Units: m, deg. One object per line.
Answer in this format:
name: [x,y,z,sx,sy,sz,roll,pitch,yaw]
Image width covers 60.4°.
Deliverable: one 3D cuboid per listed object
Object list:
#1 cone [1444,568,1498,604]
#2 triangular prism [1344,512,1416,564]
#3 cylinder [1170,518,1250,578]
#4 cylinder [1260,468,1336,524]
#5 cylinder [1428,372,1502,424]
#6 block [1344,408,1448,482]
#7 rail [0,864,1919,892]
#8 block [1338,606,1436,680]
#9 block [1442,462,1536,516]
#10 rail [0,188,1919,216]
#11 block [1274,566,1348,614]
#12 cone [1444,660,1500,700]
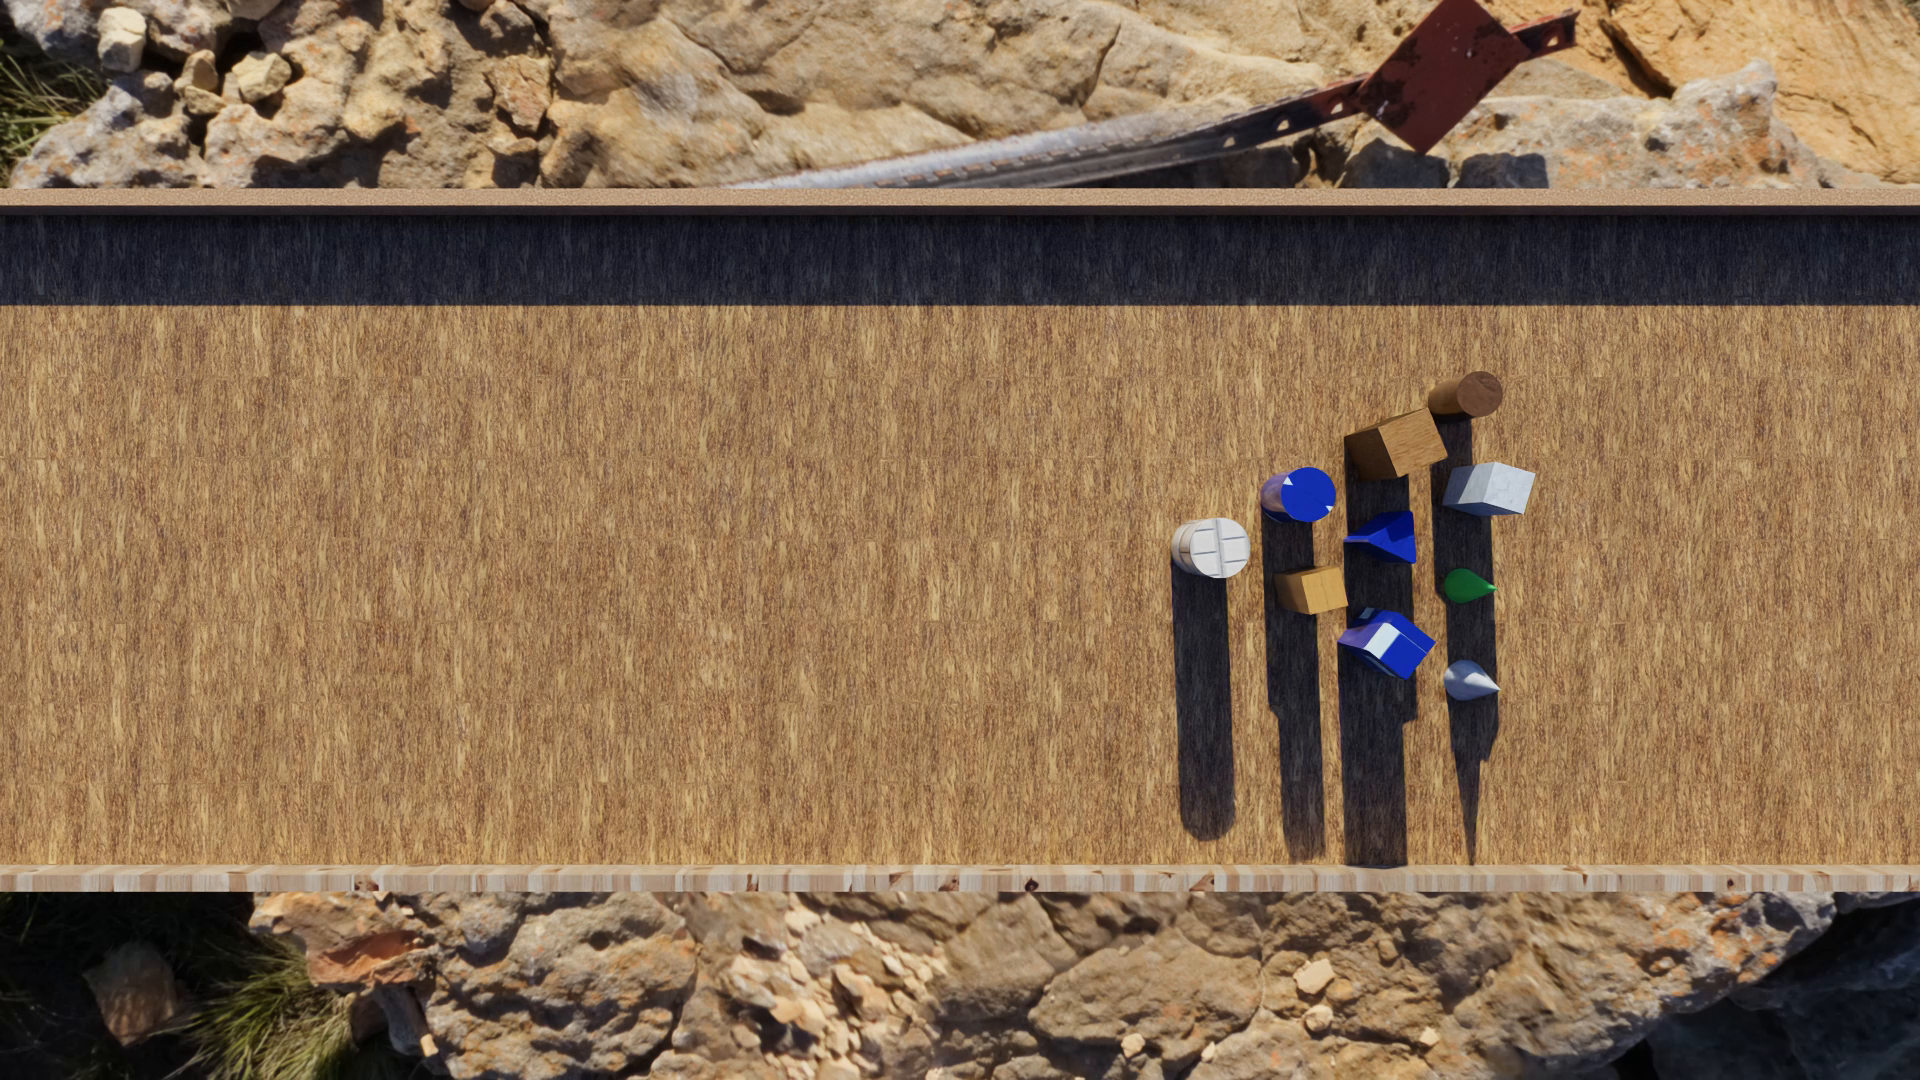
cone: [1.543,0.141,4.901,0.109,0.351,0.109,0,90,0]
triangular prism: [1.274,-0.024,4.917,0.151,0.319,0.130,26,90,0]
cylinder: [0.731,0.022,4.857,0.170,0.440,0.170,0,90,0]
cylinder: [1.003,-0.131,4.911,0.158,0.330,0.158,0,90,0]
cylinder: [1.505,-0.423,4.926,0.133,0.300,0.133,0,90,0]
block: [1.280,-0.276,4.867,0.153,0.419,0.153,-22,90,0]
rail: [-2.247,1.025,5.001,12.000,0.150,0.050,0,90,0]
block: [1.256,0.302,4.879,0.137,0.395,0.137,38,90,0]
block: [1.556,-0.148,4.874,0.119,0.406,0.119,16,90,0]
rail: [-2.247,-1.025,5.002,12.000,0.150,0.050,0,90,0]
block: [1.029,0.144,4.865,0.111,0.423,0.111,-14,90,0]
cone: [1.554,0.432,4.905,0.127,0.344,0.127,0,90,0]
